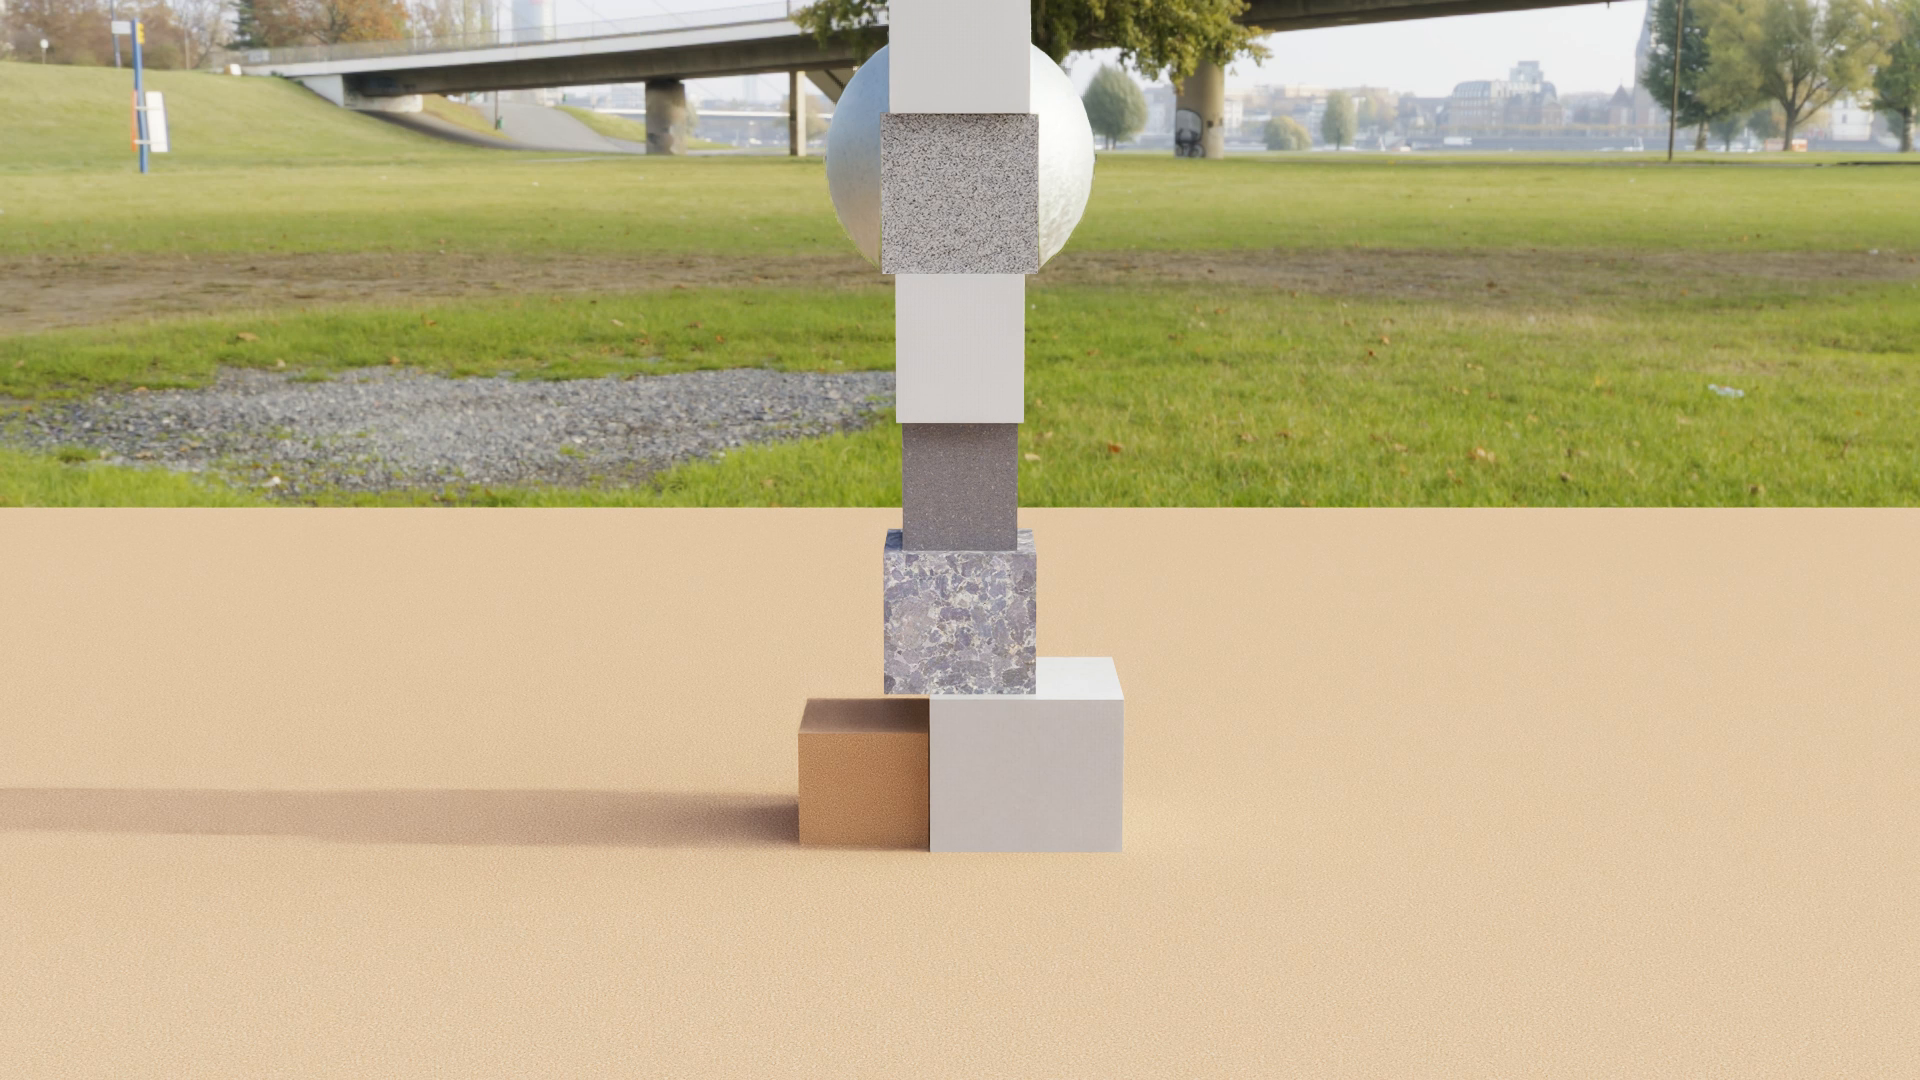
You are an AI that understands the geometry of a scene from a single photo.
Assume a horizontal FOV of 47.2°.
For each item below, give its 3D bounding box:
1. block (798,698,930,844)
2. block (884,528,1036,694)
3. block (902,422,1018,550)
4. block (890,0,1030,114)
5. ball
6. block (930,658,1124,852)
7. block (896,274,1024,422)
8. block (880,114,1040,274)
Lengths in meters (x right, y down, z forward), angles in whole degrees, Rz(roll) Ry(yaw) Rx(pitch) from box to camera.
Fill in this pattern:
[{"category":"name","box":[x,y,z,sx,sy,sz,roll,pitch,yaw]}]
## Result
[{"category":"block","box":[-0.485,1.190,11.400,0.652,0.580,0.708,0,10,0]},{"category":"block","box":[0.000,0.354,11.236,0.756,0.709,0.729,0,10,0]},{"category":"block","box":[0.000,-0.313,11.120,0.569,0.647,0.539,0,10,0]},{"category":"block","box":[0.000,-2.457,10.723,0.665,0.747,0.706,0,10,0]},{"category":"ball","box":[0.000,-2.264,13.101,1.600,1.600,1.600,0,10,0]},{"category":"block","box":[0.331,1.092,11.359,0.960,0.787,0.904,0,10,0]},{"category":"block","box":[0.000,-0.987,10.999,0.623,0.722,0.674,0,10,0]},{"category":"block","box":[0.000,-1.718,10.877,0.754,0.761,0.657,0,10,0]}]
